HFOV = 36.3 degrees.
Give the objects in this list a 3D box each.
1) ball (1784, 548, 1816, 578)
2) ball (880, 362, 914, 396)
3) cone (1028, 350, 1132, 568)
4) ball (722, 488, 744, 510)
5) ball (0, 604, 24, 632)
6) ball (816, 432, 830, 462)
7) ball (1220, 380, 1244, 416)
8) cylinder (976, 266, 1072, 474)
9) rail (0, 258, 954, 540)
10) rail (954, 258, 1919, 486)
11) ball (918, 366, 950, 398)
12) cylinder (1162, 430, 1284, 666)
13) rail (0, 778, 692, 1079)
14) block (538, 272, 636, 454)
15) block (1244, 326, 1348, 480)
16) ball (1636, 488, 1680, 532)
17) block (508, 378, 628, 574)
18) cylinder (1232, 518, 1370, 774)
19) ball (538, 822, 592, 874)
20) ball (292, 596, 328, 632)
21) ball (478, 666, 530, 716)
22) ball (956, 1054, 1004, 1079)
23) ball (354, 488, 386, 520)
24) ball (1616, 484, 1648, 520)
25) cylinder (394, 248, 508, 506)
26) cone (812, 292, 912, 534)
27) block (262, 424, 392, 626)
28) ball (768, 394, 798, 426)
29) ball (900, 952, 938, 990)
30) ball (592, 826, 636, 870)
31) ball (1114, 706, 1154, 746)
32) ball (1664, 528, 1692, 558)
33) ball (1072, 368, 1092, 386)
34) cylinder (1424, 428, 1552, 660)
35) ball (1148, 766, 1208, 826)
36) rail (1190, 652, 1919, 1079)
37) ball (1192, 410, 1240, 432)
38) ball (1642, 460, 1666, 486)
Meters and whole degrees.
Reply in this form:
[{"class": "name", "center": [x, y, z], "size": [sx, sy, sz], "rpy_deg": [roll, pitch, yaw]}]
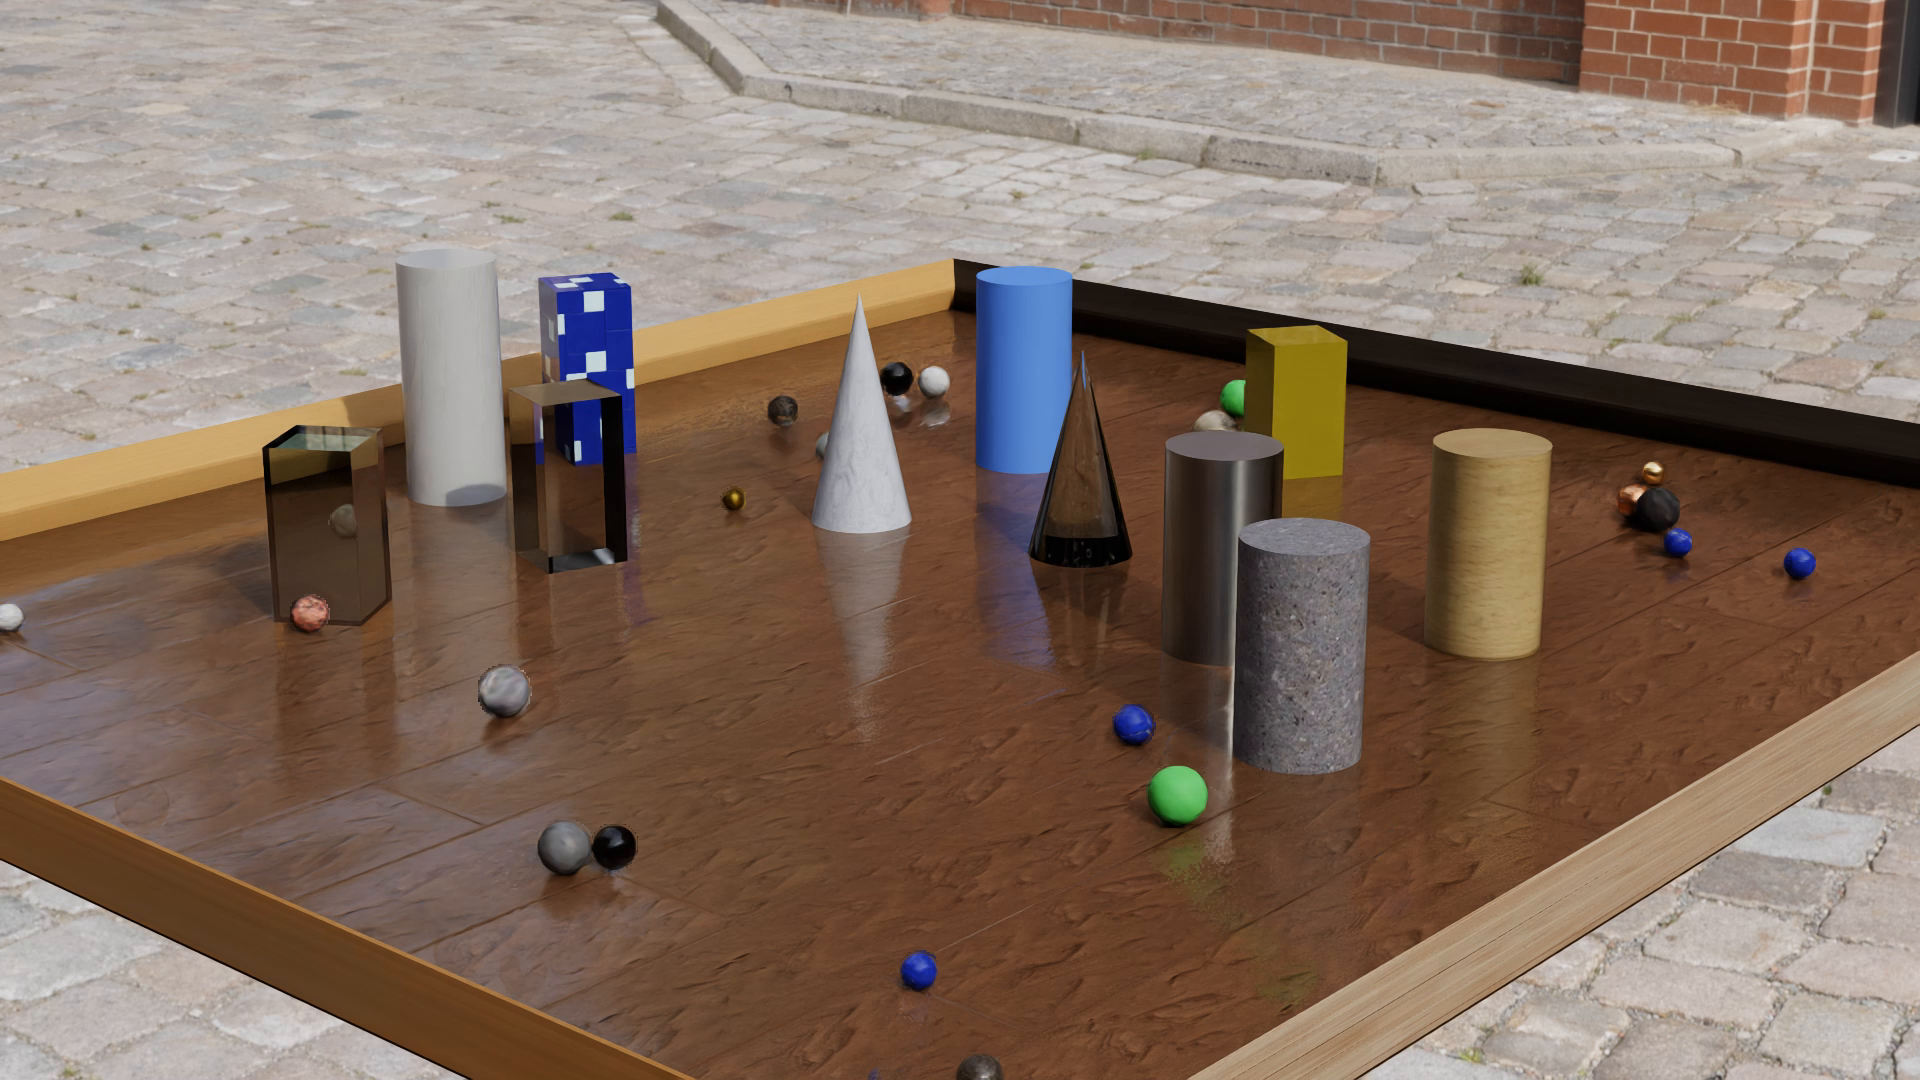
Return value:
[{"class": "ball", "center": [1.493, 0.041, 5.211], "size": [0.056, 0.056, 0.056], "rpy_deg": [0, 17, 0]}, {"class": "ball", "center": [-0.142, -0.358, 6.499], "size": [0.076, 0.076, 0.076], "rpy_deg": [0, 17, 0]}, {"class": "cone", "center": [0.220, -0.160, 5.315], "size": [0.193, 0.381, 0.193], "rpy_deg": [0, 17, 0]}, {"class": "ball", "center": [-0.435, -0.077, 5.626], "size": [0.042, 0.042, 0.042], "rpy_deg": [0, 17, 0]}, {"class": "ball", "center": [-1.600, 0.130, 4.929], "size": [0.048, 0.048, 0.048], "rpy_deg": [0, 17, 0]}, {"class": "ball", "center": [-0.260, -0.187, 5.953], "size": [0.065, 0.065, 0.065], "rpy_deg": [0, 17, 0]}, {"class": "ball", "center": [0.601, -0.305, 6.317], "size": [0.080, 0.080, 0.080], "rpy_deg": [0, 17, 0]}, {"class": "cylinder", "center": [0.129, -0.344, 5.919], "size": [0.193, 0.385, 0.193], "rpy_deg": [0, 17, 0]}, {"class": "rail", "center": [-1.152, -0.258, 6.078], "size": [0.045, 0.125, 3.516], "rpy_deg": [14, 22, 39]}, {"class": "rail", "center": [1.137, -0.347, 6.374], "size": [3.098, 0.125, 0.045], "rpy_deg": [14, 22, 39]}, {"class": "ball", "center": [-0.057, -0.349, 6.478], "size": [0.071, 0.071, 0.071], "rpy_deg": [0, 17, 0]}, {"class": "cylinder", "center": [0.429, 0.012, 4.808], "size": [0.193, 0.345, 0.193], "rpy_deg": [0, 17, 0]}, {"class": "rail", "center": [-1.137, 0.410, 3.867], "size": [3.098, 0.125, 0.045], "rpy_deg": [14, 22, 39]}, {"class": "block", "center": [-0.767, -0.359, 6.032], "size": [0.154, 0.349, 0.154], "rpy_deg": [-7, 18, -21]}, {"class": "block", "center": [0.671, -0.277, 5.887], "size": [0.154, 0.274, 0.154], "rpy_deg": [-5, 17, -15]}, {"class": "ball", "center": [1.308, -0.057, 5.491], "size": [0.082, 0.082, 0.082], "rpy_deg": [0, 17, 0]}, {"class": "block", "center": [-0.708, -0.118, 5.299], "size": [0.154, 0.309, 0.154], "rpy_deg": [-10, 19, -29]}, {"class": "cylinder", "center": [0.505, 0.156, 4.347], "size": [0.193, 0.336, 0.193], "rpy_deg": [0, 17, 0]}, {"class": "ball", "center": [-0.532, 0.414, 3.947], "size": [0.072, 0.072, 0.072], "rpy_deg": [0, 17, 0]}, {"class": "ball", "center": [-1.094, 0.125, 4.929], "size": [0.059, 0.059, 0.059], "rpy_deg": [0, 17, 0]}, {"class": "ball", "center": [-0.705, 0.234, 4.535], "size": [0.077, 0.077, 0.077], "rpy_deg": [0, 17, 0]}, {"class": "ball", "center": [0.023, 0.611, 3.324], "size": [0.056, 0.056, 0.056], "rpy_deg": [0, 17, 0]}, {"class": "ball", "center": [-1.120, -0.069, 5.566], "size": [0.062, 0.062, 0.062], "rpy_deg": [0, 17, 0]}, {"class": "ball", "center": [1.279, -0.072, 5.561], "size": [0.070, 0.070, 0.070], "rpy_deg": [0, 17, 0]}, {"class": "cylinder", "center": [-0.985, -0.316, 5.683], "size": [0.193, 0.467, 0.193], "rpy_deg": [0, 17, 0]}, {"class": "cone", "center": [-0.187, -0.251, 5.515], "size": [0.193, 0.440, 0.193], "rpy_deg": [0, 17, 0]}, {"class": "block", "center": [-1.077, -0.026, 4.999], "size": [0.154, 0.306, 0.154], "rpy_deg": [3, 17, 9]}, {"class": "ball", "center": [-0.377, -0.275, 6.241], "size": [0.067, 0.067, 0.067], "rpy_deg": [0, 17, 0]}, {"class": "ball", "center": [-0.051, 0.531, 3.608], "size": [0.046, 0.046, 0.046], "rpy_deg": [0, 17, 0]}, {"class": "ball", "center": [-0.467, 0.416, 3.963], "size": [0.060, 0.060, 0.060], "rpy_deg": [0, 17, 0]}, {"class": "ball", "center": [0.261, 0.279, 4.416], "size": [0.059, 0.059, 0.059], "rpy_deg": [0, 17, 0]}, {"class": "ball", "center": [1.307, 0.005, 5.337], "size": [0.053, 0.053, 0.053], "rpy_deg": [0, 17, 0]}, {"class": "ball", "center": [0.251, -0.340, 6.436], "size": [0.077, 0.077, 0.077], "rpy_deg": [0, 17, 0]}, {"class": "cylinder", "center": [0.869, 0.006, 4.832], "size": [0.193, 0.342, 0.193], "rpy_deg": [0, 17, 0]}, {"class": "ball", "center": [0.305, 0.358, 4.112], "size": [0.084, 0.084, 0.084], "rpy_deg": [0, 17, 0]}, {"class": "rail", "center": [1.152, 0.320, 4.163], "size": [0.045, 0.125, 3.516], "rpy_deg": [14, 22, 39]}, {"class": "ball", "center": [0.523, -0.217, 5.997], "size": [0.096, 0.096, 0.096], "rpy_deg": [0, 17, 0]}, {"class": "ball", "center": [1.372, -0.132, 5.798], "size": [0.048, 0.048, 0.048], "rpy_deg": [0, 17, 0]}]
